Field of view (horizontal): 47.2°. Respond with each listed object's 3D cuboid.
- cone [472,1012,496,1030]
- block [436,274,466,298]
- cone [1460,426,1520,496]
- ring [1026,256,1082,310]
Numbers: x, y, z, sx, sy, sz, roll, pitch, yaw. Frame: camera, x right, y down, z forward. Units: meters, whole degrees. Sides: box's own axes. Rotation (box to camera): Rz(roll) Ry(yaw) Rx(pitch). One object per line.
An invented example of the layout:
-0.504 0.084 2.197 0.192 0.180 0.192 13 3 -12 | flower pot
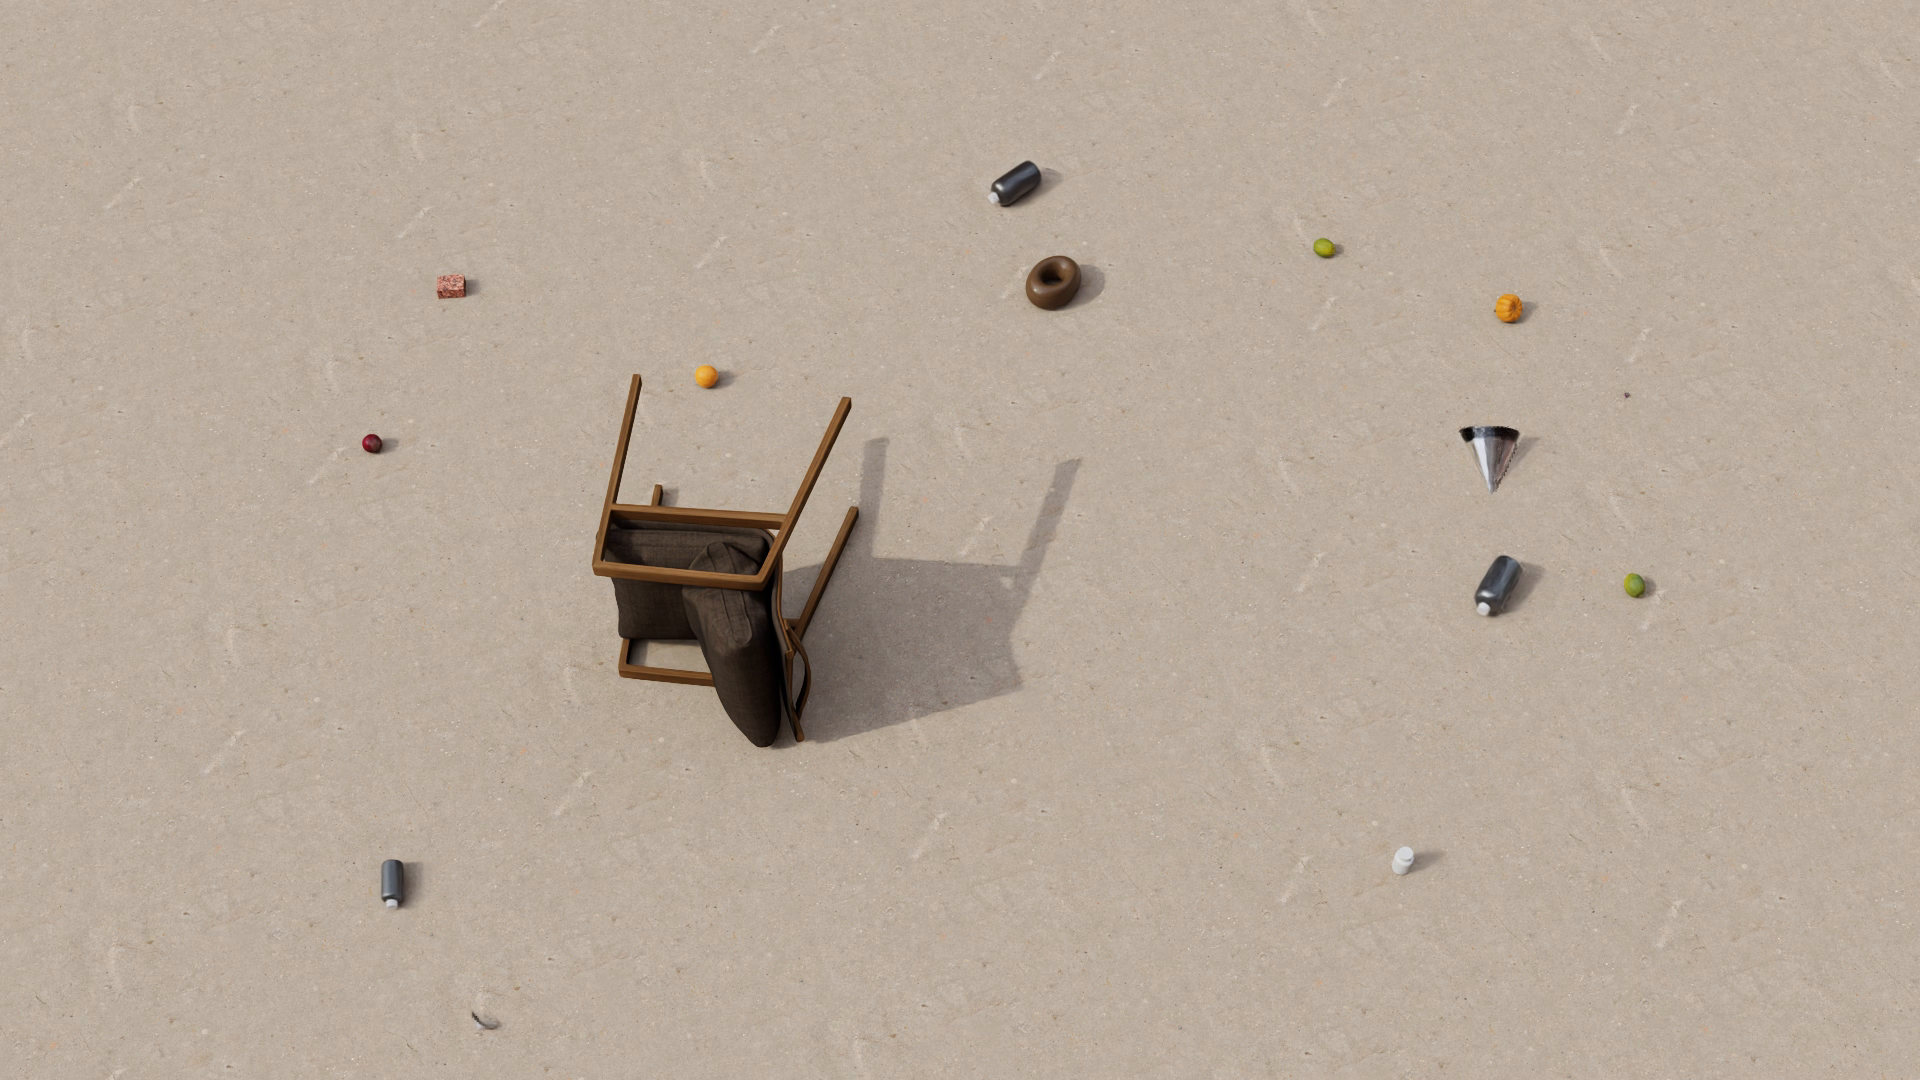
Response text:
-1.244 1.261 5.715 0.068 0.057 0.035 32 101 20 | cone
-1.641 -0.818 7.098 0.085 0.040 0.064 -4 56 -3 | block
1.615 -0.231 6.694 0.187 0.120 0.204 4 73 -3 | cone
0.301 -0.830 7.076 0.161 0.094 0.208 35 61 19 | ring
